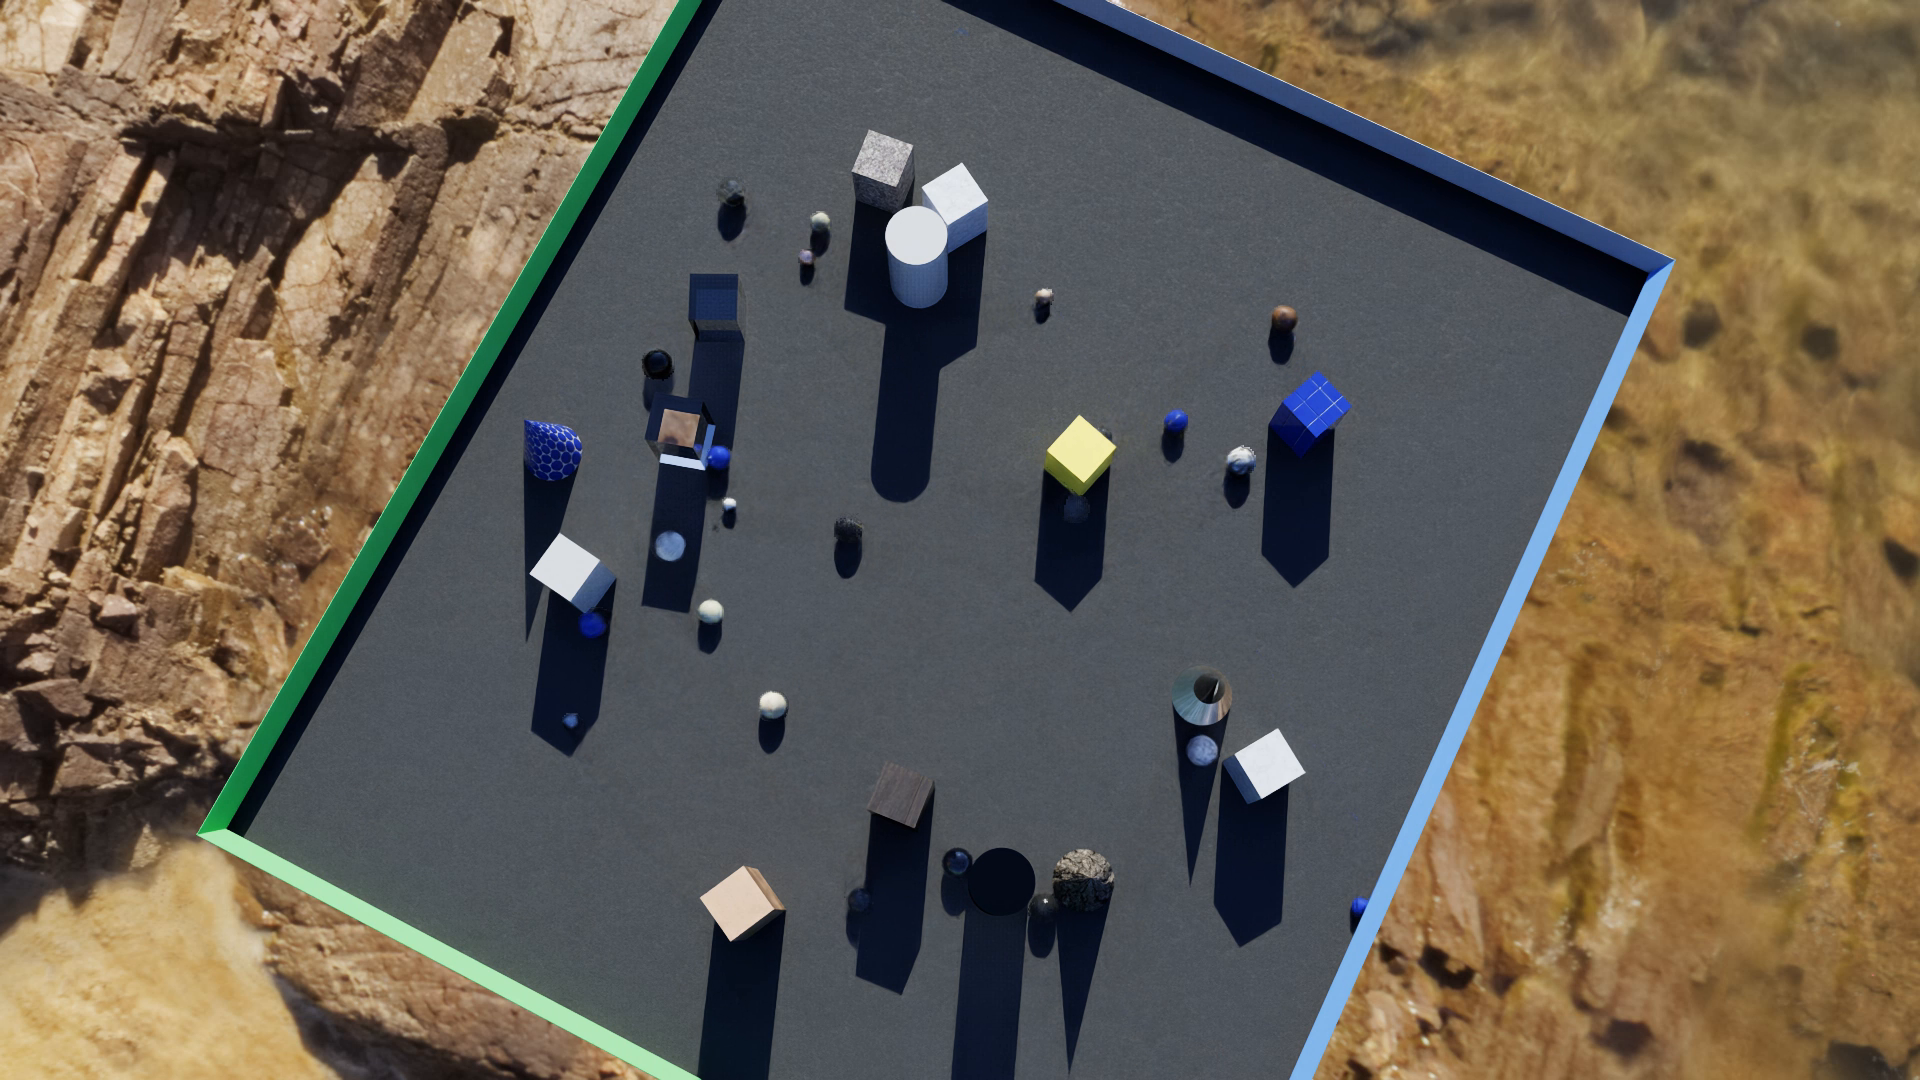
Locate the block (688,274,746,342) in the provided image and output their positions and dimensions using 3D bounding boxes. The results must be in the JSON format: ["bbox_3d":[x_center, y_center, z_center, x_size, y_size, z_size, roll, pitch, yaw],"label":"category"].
[{"bbox_3d":[-0.746,-0.714,5.651,0.146,0.221,0.146,0,78,0],"label":"block"}]

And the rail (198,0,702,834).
[{"bbox_3d":[-1.400,-0.679,5.695,0.045,0.119,3.557,26,80,5],"label":"rail"}]

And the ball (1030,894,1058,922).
[{"bbox_3d":[0.246,1.074,5.351,0.085,0.085,0.085,0,78,0],"label":"ball"}]

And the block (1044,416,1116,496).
[{"bbox_3d":[0.362,-0.249,5.555,0.146,0.222,0.146,41,81,8],"label":"block"}]

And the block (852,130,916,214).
[{"bbox_3d":[-0.238,-1.148,5.737,0.146,0.229,0.146,20,79,4],"label":"block"}]

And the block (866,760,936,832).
[{"bbox_3d":[-0.169,0.747,5.313,0.146,0.292,0.146,21,79,4],"label":"block"}]

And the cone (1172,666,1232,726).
[{"bbox_3d":[0.729,0.432,5.345,0.183,0.357,0.183,0,78,0],"label":"cone"}]

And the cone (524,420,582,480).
[{"bbox_3d":[-1.261,-0.310,5.488,0.183,0.378,0.183,0,78,0],"label":"cone"}]

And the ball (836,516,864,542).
[{"bbox_3d":[-0.336,-0.033,5.580,0.084,0.084,0.084,0,78,0],"label":"ball"}]

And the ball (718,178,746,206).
[{"bbox_3d":[-0.720,-1.101,5.800,0.086,0.086,0.086,0,78,0],"label":"ball"}]

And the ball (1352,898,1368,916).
[{"bbox_3d":[1.173,1.073,5.368,0.052,0.052,0.052,0,78,0],"label":"ball"}]

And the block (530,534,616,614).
[{"bbox_3d":[-1.149,0.106,5.458,0.146,0.268,0.146,33,80,6],"label":"block"}]

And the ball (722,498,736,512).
[{"bbox_3d":[-0.706,-0.108,5.617,0.042,0.042,0.042,0,78,0],"label":"ball"}]

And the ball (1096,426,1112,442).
[{"bbox_3d":[0.439,-0.318,5.651,0.060,0.060,0.060,0,78,0],"label":"ball"}]

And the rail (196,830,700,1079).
[{"bbox_3d":[-0.785,1.543,5.236,3.178,0.119,0.045,26,80,5],"label":"rail"}]

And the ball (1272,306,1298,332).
[{"bbox_3d":[1.012,-0.689,5.718,0.080,0.080,0.080,0,78,0],"label":"ball"}]

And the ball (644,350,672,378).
[{"bbox_3d":[-0.937,-0.547,5.683,0.090,0.090,0.090,0,78,0],"label":"ball"}]

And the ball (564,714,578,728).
[{"bbox_3d":[-1.162,0.543,5.482,0.042,0.042,0.042,0,78,0],"label":"ball"}]

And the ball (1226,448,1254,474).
[{"bbox_3d":[0.860,-0.243,5.625,0.082,0.082,0.082,0,78,0],"label":"ball"}]

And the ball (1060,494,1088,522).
[{"bbox_3d":[0.348,-0.097,5.595,0.081,0.081,0.081,0,78,0],"label":"ball"}]

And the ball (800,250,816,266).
[{"bbox_3d":[-0.480,-0.890,5.775,0.049,0.049,0.049,0,78,0],"label":"ball"}]

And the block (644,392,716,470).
[{"bbox_3d":[-0.844,-0.326,5.541,0.146,0.280,0.146,10,79,2],"label":"block"}]

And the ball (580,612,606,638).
[{"bbox_3d":[-1.106,0.256,5.523,0.079,0.079,0.079,0,78,0],"label":"ball"}]

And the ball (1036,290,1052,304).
[{"bbox_3d":[0.262,-0.763,5.750,0.048,0.048,0.048,0,78,0],"label":"ball"}]

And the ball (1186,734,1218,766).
[{"bbox_3d":[0.718,0.625,5.441,0.091,0.091,0.091,0,78,0],"label":"ball"}]

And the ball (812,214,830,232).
[{"bbox_3d":[-0.440,-1.003,5.793,0.060,0.060,0.060,0,78,0],"label":"ball"}]

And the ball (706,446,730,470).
[{"bbox_3d":[-0.742,-0.250,5.631,0.072,0.072,0.072,0,78,0],"label":"ball"}]

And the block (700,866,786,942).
[{"bbox_3d":[-0.613,1.036,5.217,0.146,0.362,0.146,-36,81,-7],"label":"block"}]

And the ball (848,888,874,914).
[{"bbox_3d":[-0.291,1.057,5.359,0.076,0.076,0.076,0,78,0],"label":"ball"}]

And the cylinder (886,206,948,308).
[{"bbox_3d":[-0.129,-0.858,5.594,0.183,0.392,0.183,0,78,0],"label":"cylinder"}]

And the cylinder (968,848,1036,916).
[{"bbox_3d":[0.114,0.972,5.193,0.183,0.436,0.183,0,78,0],"label":"cylinder"}]

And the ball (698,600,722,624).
[{"bbox_3d":[-0.754,0.216,5.534,0.073,0.073,0.073,0,78,0],"label":"ball"}]

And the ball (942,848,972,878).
[{"bbox_3d":[-0.006,0.947,5.375,0.089,0.089,0.089,0,78,0],"label":"ball"}]

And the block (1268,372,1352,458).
[{"bbox_3d":[1.060,-0.378,5.564,0.146,0.256,0.146,-41,81,-8],"label":"block"}]

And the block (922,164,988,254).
[{"bbox_3d":[-0.015,-1.031,5.706,0.146,0.242,0.146,-32,80,-6],"label":"block"}]

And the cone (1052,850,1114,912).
[{"bbox_3d":[0.364,0.970,5.238,0.183,0.348,0.183,0,78,0],"label":"cone"}]

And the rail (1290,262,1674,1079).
[{"bbox_3d":[1.400,0.692,5.412,0.045,0.119,3.557,26,80,5],"label":"rail"}]

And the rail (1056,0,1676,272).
[{"bbox_3d":[0.785,-1.531,5.871,3.178,0.119,0.045,26,80,5],"label":"rail"}]

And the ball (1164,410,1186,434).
[{"bbox_3d":[0.665,-0.364,5.656,0.070,0.070,0.070,0,78,0],"label":"ball"}]

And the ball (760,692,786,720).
[{"bbox_3d":[-0.560,0.495,5.473,0.080,0.080,0.080,0,78,0],"label":"ball"}]

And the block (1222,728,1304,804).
[{"bbox_3d":[0.882,0.663,5.346,0.146,0.261,0.146,-30,80,-6],"label":"block"}]

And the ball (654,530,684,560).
[{"bbox_3d":[-0.882,0.018,5.566,0.091,0.091,0.091,0,78,0],"label":"ball"}]
